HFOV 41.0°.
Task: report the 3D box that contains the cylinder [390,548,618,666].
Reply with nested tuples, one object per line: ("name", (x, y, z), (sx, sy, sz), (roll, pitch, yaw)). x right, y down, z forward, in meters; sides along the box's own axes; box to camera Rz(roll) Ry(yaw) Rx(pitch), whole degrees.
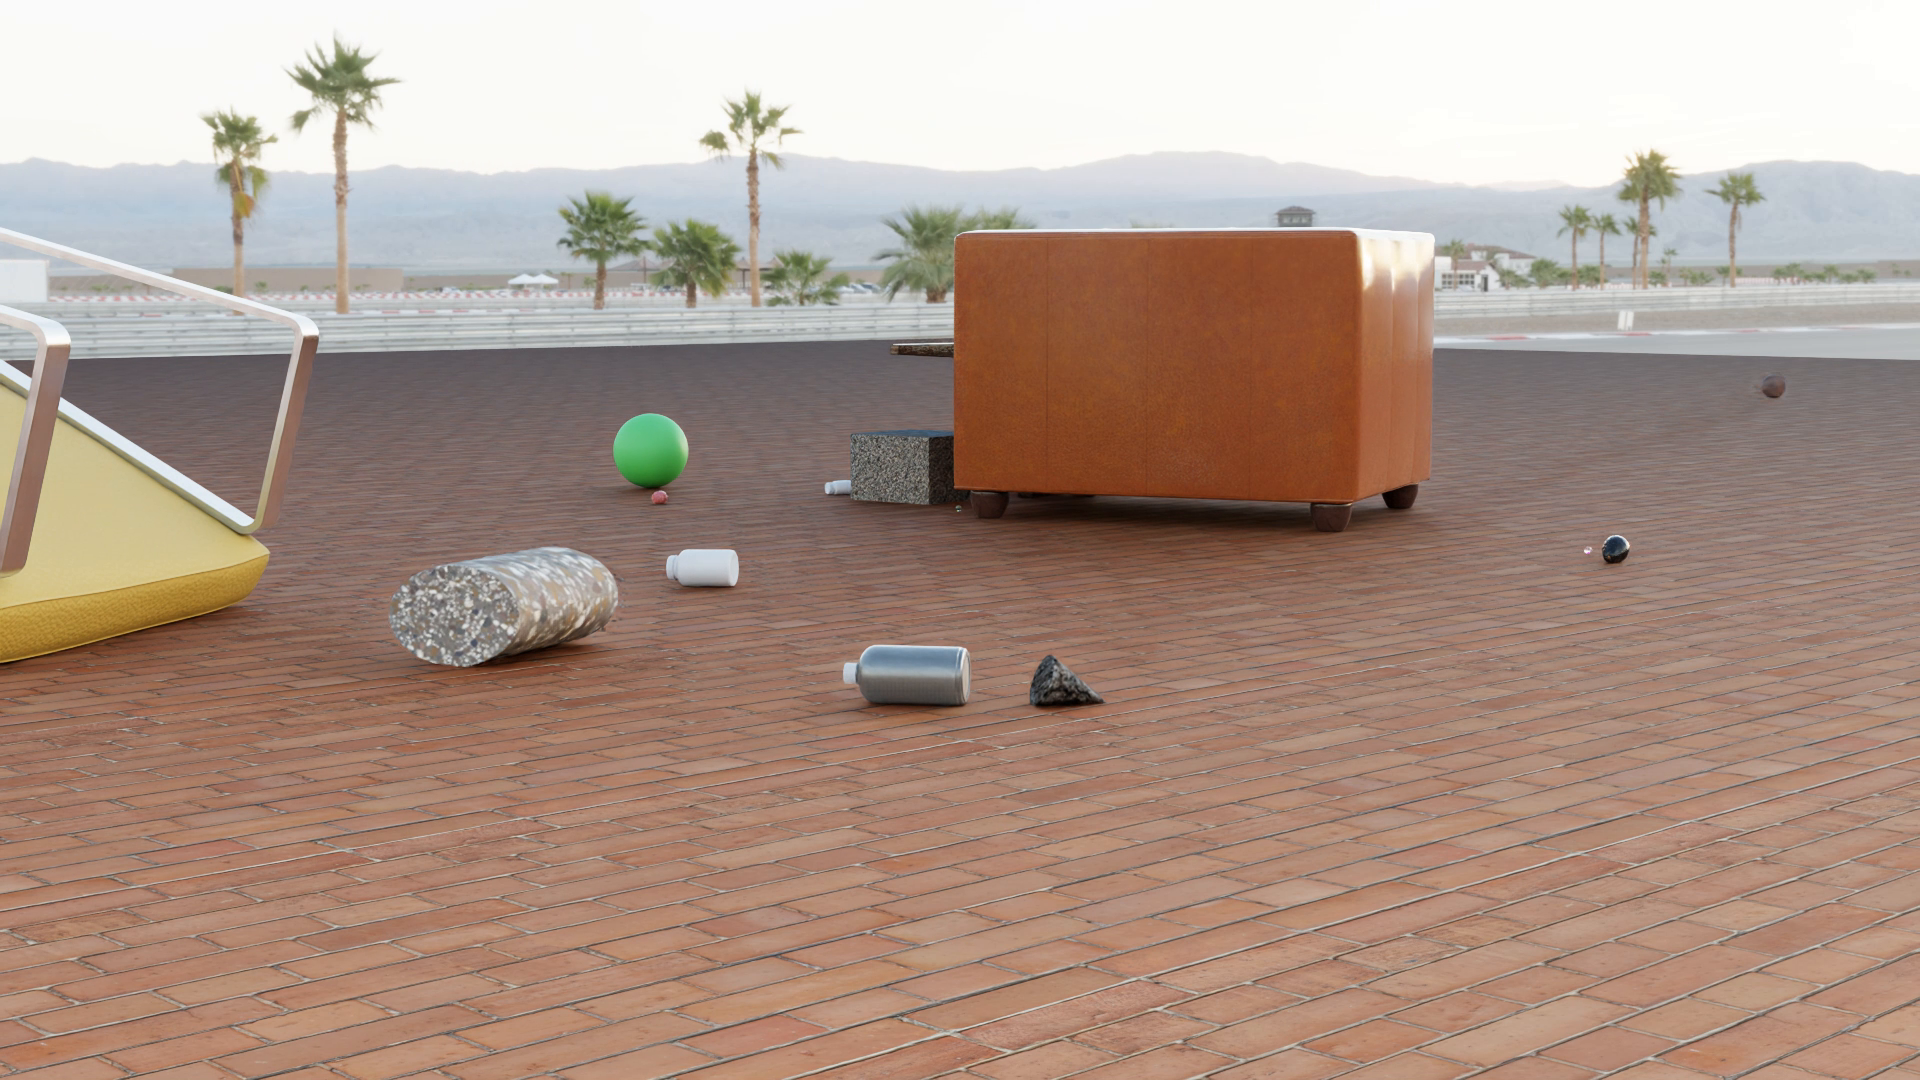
("cylinder", (-0.792, 0.113, 4.476), (0.263, 0.171, 0.316), (-2, 5, 24))

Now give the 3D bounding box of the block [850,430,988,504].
("block", (-0.121, -0.219, 7.590), (0.298, 0.194, 0.274), (5, 7, 38))

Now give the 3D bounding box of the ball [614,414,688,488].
("ball", (-0.960, -0.277, 7.969), (0.232, 0.232, 0.232), (0, 6, 0))

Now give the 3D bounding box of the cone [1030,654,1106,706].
("cone", (0.177, 0.233, 3.956), (0.111, 0.082, 0.106), (20, -10, -12))

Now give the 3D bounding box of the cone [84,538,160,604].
("cone", (-1.731, 0.093, 5.192), (0.130, 0.152, 0.173), (-33, -14, 32))
